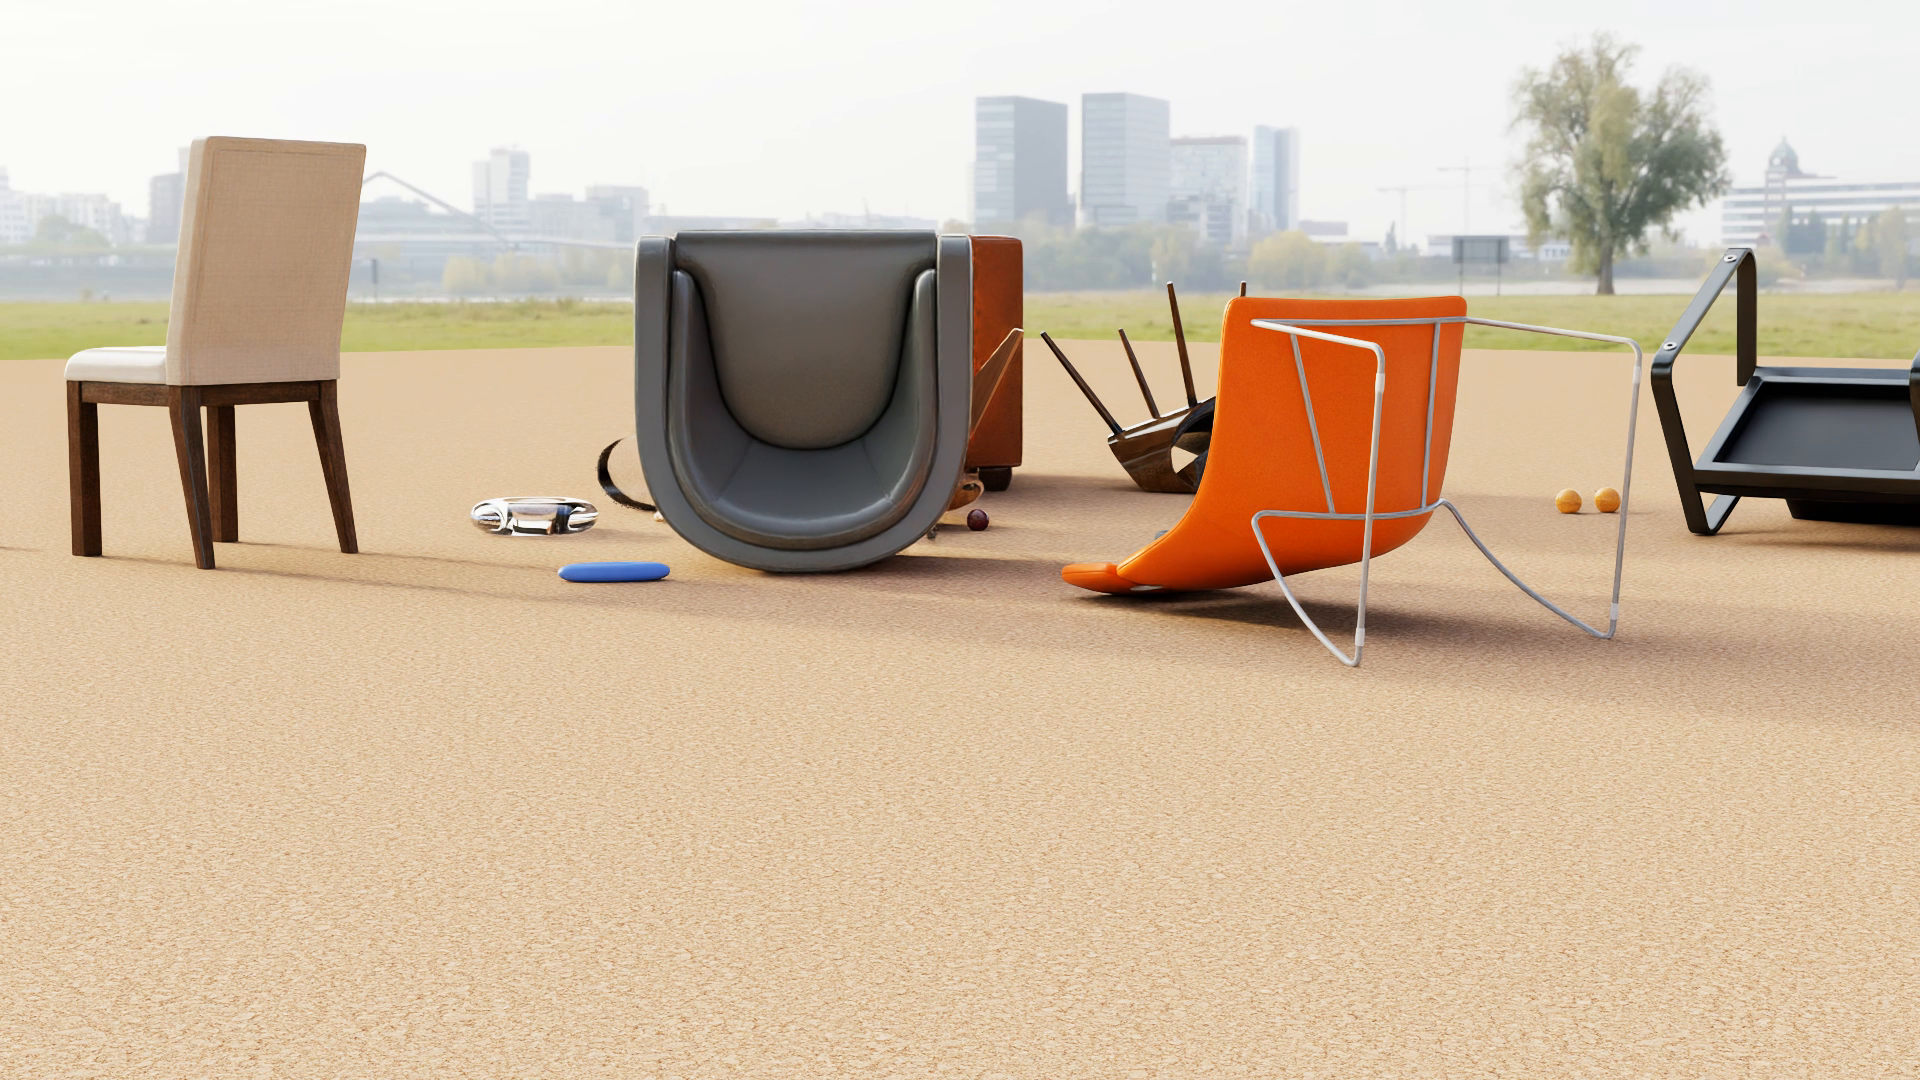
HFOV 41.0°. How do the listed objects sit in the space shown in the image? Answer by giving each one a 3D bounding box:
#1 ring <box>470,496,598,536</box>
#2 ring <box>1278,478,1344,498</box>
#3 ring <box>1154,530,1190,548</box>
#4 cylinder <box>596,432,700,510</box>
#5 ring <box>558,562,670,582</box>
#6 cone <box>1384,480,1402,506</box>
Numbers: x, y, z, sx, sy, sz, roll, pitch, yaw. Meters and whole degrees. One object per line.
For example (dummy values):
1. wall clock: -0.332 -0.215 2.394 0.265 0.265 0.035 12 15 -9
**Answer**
1. ring: -1.097 -0.062 6.609 0.328 0.084 0.324 -3 6 -33
2. ring: 1.049 -0.155 7.664 0.200 0.053 0.171 1 5 2
3. ring: 0.518 -0.003 6.266 0.083 0.037 0.107 -3 6 -12
4. cylinder: -0.888 -0.200 7.334 0.258 0.206 0.247 12 6 2
5. ring: -0.749 0.069 5.557 0.242 0.039 0.086 -1 5 -6
6. cone: 1.243 -0.138 7.358 0.037 0.080 0.063 -3 7 -25
